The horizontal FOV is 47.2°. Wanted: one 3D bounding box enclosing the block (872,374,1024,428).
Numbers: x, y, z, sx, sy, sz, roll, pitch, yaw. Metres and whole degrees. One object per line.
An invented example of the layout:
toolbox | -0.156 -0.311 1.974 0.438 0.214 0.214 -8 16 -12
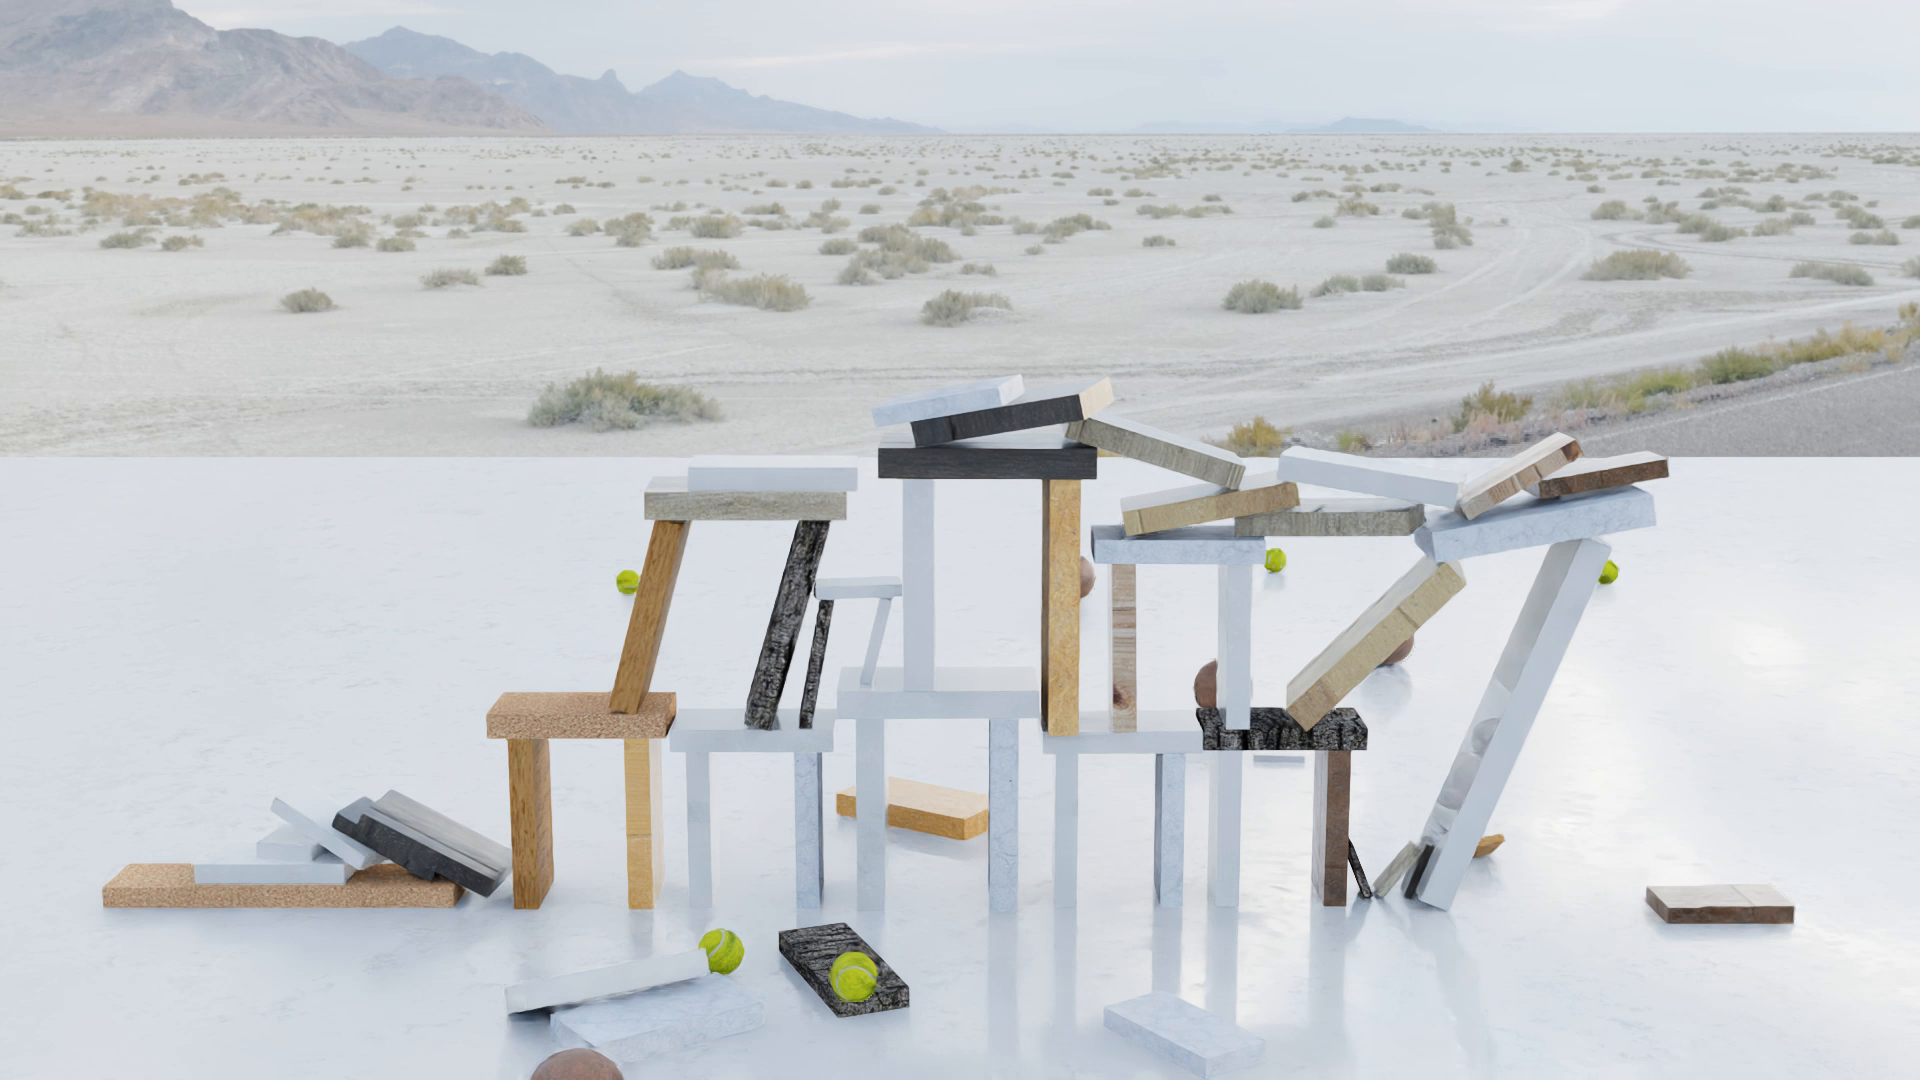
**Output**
block | -0.019 -0.220 3.477 0.218 0.031 0.109 -8 12 23

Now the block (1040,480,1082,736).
block | 0.163 0.094 3.574 0.049 0.417 0.172 0 11 -2

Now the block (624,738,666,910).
block | -0.522 0.449 3.640 0.041 0.288 0.144 0 11 0

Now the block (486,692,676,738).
block | -0.618 0.287 3.610 0.288 0.041 0.144 0 11 0

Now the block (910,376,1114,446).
block | 0.083 -0.202 3.460 0.287 0.041 0.144 -8 12 25

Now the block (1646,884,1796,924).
block | 1.235 0.592 3.577 0.206 0.029 0.103 0 11 -2

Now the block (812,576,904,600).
block | -0.166 0.077 3.566 0.142 0.020 0.071 -2 10 -8

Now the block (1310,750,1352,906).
block | 0.615 0.459 3.650 0.037 0.265 0.132 0 11 0

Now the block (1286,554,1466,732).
block | 0.673 0.155 3.576 0.049 0.347 0.174 45 14 -1

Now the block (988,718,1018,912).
block | 0.071 0.431 3.637 0.046 0.324 0.162 0 11 0

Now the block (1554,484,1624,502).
block | 1.007 -0.082 3.532 0.103 0.015 0.051 -10 10 0

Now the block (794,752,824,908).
block | -0.249 0.461 3.637 0.037 0.265 0.132 0 11 0

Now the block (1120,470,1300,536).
block | 0.399 -0.061 3.536 0.278 0.039 0.139 -10 10 5

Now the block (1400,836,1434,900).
block | 0.760 0.544 3.656 0.014 0.097 0.049 21 11 0

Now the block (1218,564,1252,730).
block | 0.447 0.160 3.588 0.039 0.272 0.136 -1 11 1

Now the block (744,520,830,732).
block | -0.282 0.124 3.584 0.045 0.345 0.159 16 9 -6

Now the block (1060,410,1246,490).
block | 0.307 -0.152 3.526 0.287 0.041 0.144 17 11 -3

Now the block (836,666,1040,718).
block | -0.036 0.249 3.602 0.324 0.046 0.162 0 11 0

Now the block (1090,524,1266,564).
block | 0.350 0.007 3.556 0.272 0.039 0.136 0 11 1

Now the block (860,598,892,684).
block | -0.136 0.157 3.584 0.020 0.142 0.071 14 10 -2

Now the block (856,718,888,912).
block | -0.145 0.431 3.637 0.046 0.324 0.162 0 11 0

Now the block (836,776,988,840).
block | -0.071 0.494 4.074 0.287 0.041 0.144 7 13 33

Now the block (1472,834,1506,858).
block | 0.896 0.537 3.829 0.103 0.015 0.051 -6 -32 -31

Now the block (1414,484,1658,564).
block | 0.915 -0.032 3.526 0.347 0.049 0.174 -10 10 2

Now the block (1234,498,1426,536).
block | 0.593 -0.037 3.524 0.278 0.039 0.139 0 10 23

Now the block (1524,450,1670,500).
block | 1.016 -0.105 3.522 0.206 0.029 0.103 -10 9 1

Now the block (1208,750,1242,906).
block | 0.439 0.459 3.650 0.037 0.265 0.132 0 11 0

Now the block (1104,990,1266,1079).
block | 0.311 0.687 3.062 0.109 0.031 0.218 -7 13 -34

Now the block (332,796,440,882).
block | -0.941 0.499 3.673 0.194 0.027 0.097 28 15 7

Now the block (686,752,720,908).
block | -0.425 0.460 3.644 0.037 0.265 0.132 0 11 0

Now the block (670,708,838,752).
block | -0.336 0.312 3.613 0.265 0.037 0.132 0 11 0

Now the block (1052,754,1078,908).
block | 0.173 0.462 3.645 0.037 0.260 0.130 0 11 0

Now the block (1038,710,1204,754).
block | 0.261 0.316 3.620 0.260 0.037 0.130 0 11 -2

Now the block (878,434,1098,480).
block | 0.045 -0.135 3.530 0.344 0.049 0.172 0 11 1

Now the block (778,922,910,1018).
block | -0.177 0.643 3.301 0.109 0.031 0.288 -4 11 -21

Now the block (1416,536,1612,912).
block | 0.895 0.284 3.606 0.049 0.649 0.174 21 11 0

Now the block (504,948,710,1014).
block | -0.509 0.635 3.169 0.267 0.038 0.134 -7 -10 -25

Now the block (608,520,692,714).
block | -0.502 0.109 3.582 0.045 0.319 0.159 15 10 -3

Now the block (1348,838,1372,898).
block | 0.659 0.544 3.657 0.014 0.097 0.049 -22 10 3

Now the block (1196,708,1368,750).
block | 0.527 0.310 3.622 0.265 0.037 0.132 0 11 0

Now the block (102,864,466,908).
block | -1.116 0.574 3.658 0.574 0.035 0.122 0 11 0

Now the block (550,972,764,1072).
block | -0.425 0.676 3.100 0.267 0.038 0.134 -8 13 -35

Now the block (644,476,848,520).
block | -0.341 -0.067 3.543 0.319 0.045 0.159 0 11 -3

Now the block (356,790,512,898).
block | -0.867 0.503 3.658 0.245 0.035 0.122 27 15 2

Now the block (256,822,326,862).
block | -1.098 0.497 3.716 0.097 0.027 0.193 2 11 9

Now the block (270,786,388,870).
block | -1.046 0.480 3.675 0.193 0.027 0.097 30 14 14

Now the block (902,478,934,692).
block | -0.066 0.058 3.568 0.049 0.344 0.172 0 11 0

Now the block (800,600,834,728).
block | -0.233 0.194 3.569 0.020 0.210 0.071 10 9 -6

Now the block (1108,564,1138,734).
block | 0.264 0.162 3.585 0.039 0.277 0.136 -1 11 1

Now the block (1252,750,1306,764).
block | 0.645 0.437 4.455 0.103 0.015 0.051 1 11 4

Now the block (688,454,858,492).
block | -0.298 -0.108 3.536 0.267 0.038 0.134 0 11 -2

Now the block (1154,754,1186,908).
block | 0.347 0.462 3.645 0.037 0.260 0.130 0 11 0

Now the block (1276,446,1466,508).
block | 0.651 -0.101 3.476 0.278 0.039 0.139 10 11 16

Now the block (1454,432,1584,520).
block | 0.887 -0.103 3.520 0.206 0.029 0.103 -30 8 5

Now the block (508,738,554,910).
block | -0.709 0.449 3.640 0.041 0.288 0.144 0 11 -1

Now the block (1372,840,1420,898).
block | 0.728 0.548 3.663 0.014 0.097 0.049 38 10 -5

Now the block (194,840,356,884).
block | -1.133 0.537 3.667 0.245 0.035 0.122 0 11 0
